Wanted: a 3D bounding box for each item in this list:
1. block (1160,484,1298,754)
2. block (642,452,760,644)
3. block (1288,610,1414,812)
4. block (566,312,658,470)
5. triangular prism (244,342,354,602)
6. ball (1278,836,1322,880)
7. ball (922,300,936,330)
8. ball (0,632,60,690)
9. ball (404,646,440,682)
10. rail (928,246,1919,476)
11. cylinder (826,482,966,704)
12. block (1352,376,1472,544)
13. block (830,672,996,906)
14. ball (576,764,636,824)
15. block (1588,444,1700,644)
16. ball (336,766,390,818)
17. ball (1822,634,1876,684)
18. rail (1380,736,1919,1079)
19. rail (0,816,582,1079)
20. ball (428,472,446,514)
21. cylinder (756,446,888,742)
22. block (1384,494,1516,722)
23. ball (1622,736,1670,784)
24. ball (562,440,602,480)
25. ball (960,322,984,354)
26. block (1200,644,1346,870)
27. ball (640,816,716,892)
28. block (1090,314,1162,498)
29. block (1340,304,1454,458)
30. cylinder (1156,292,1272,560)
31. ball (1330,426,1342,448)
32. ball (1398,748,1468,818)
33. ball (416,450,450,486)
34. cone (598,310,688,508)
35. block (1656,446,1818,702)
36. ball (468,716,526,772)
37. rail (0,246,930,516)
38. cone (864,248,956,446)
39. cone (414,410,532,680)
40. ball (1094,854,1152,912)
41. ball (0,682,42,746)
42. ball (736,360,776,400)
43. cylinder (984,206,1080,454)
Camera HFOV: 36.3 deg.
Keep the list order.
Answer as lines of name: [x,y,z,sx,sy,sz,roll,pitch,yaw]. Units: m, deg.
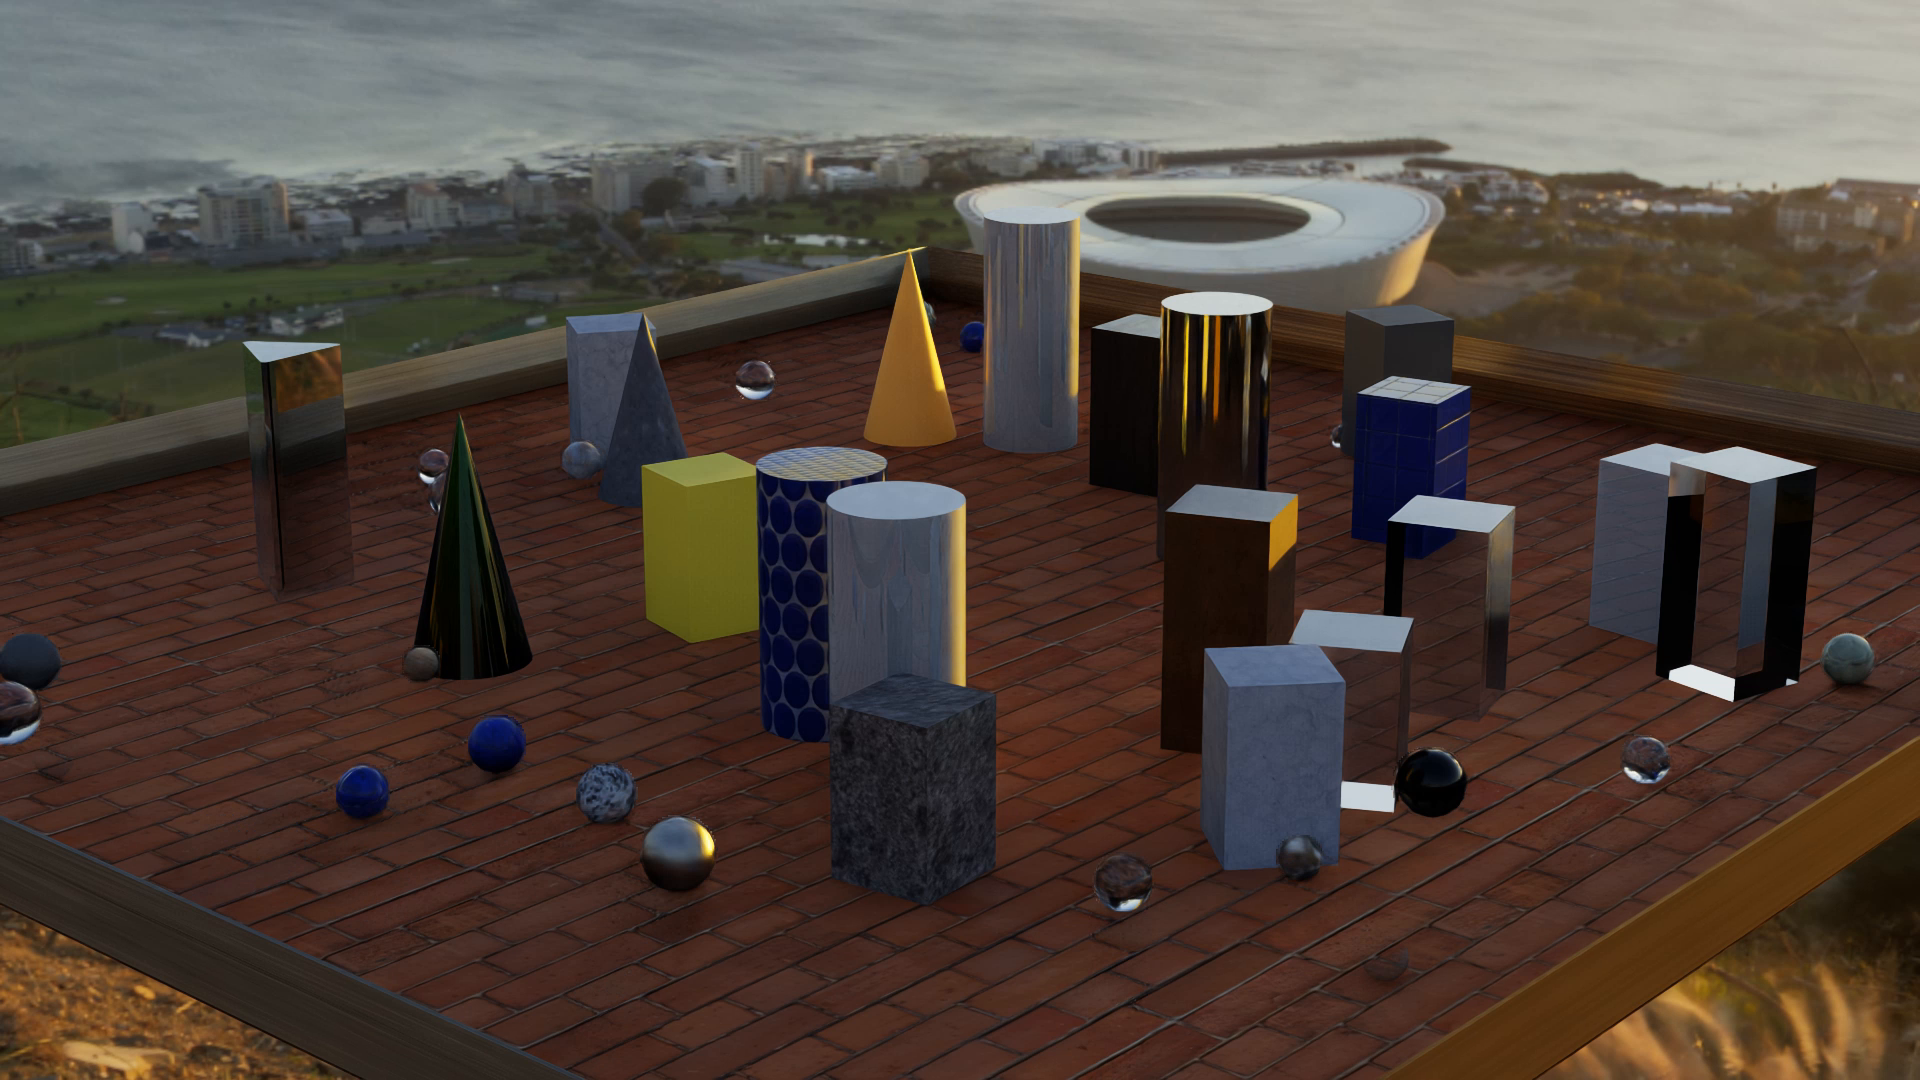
block: [0.404,0.123,4.402,0.159,0.372,0.159,6,18,20]
block: [-0.426,0.011,4.949,0.159,0.271,0.159,-11,20,-32]
block: [0.560,0.244,4.226,0.159,0.240,0.159,4,17,14]
block: [-0.707,-0.304,5.971,0.159,0.283,0.159,-5,17,-15]
triangular prism: [-1.189,-0.128,5.138,0.149,0.428,0.172,12,21,35]
ball: [0.456,0.427,3.934,0.058,0.058,0.058,0,17,0]
ball: [-0.103,-0.537,7.085,0.088,0.088,0.088,0,17,0]
ball: [-1.476,0.193,4.652,0.093,0.093,0.093,0,17,0]
ball: [-0.862,0.200,4.693,0.057,0.057,0.057,0,17,0]
rail: [1.189,-0.363,6.430,3.406,0.129,0.045,14,22,39]
cylinder: [-0.091,0.147,4.227,0.199,0.426,0.199,0,17,0]
block: [0.839,-0.144,5.451,0.159,0.278,0.159,10,19,30]
block: [-0.062,0.330,3.926,0.159,0.249,0.159,11,20,33]
ball: [-0.498,0.358,4.123,0.083,0.083,0.083,0,17,0]
block: [1.179,0.007,4.926,0.159,0.291,0.159,-14,22,-40]
ball: [-0.844,0.356,4.141,0.075,0.075,0.075,0,17,0]
ball: [1.419,0.190,4.683,0.082,0.082,0.082,0,17,0]
rail: [1.268,0.350,4.066,0.045,0.129,3.673,14,22,39]
rail: [-1.189,0.427,3.809,3.406,0.129,0.045,14,22,39]
ball: [-0.964,-0.085,5.576,0.093,0.093,0.093,0,17,0]
cylinder: [-0.208,0.082,4.472,0.199,0.411,0.199,0,17,0]
block: [0.761,0.105,4.578,0.159,0.305,0.159,8,18,24]
ball: [0.999,0.321,4.269,0.070,0.070,0.070,0,17,0]
ball: [-0.742,-0.156,5.745,0.077,0.077,0.077,0,17,0]
ball: [0.037,-0.477,6.908,0.075,0.075,0.075,0,17,0]
block: [0.426,0.295,4.017,0.159,0.263,0.159,-2,17,-7]
ball: [-0.374,0.418,3.895,0.099,0.099,0.099,0,17,0]
block: [0.368,-0.268,5.792,0.159,0.318,0.159,12,20,34]
block: [0.890,-0.313,5.976,0.159,0.298,0.159,-7,18,-21]
cylinder: [0.459,-0.198,5.299,0.199,0.468,0.199,0,17,0]
ball: [0.791,-0.213,6.080,0.047,0.047,0.047,0,17,0]
ball: [0.667,0.343,4.143,0.097,0.097,0.097,0,17,0]
ball: [-1.038,-0.143,5.803,0.073,0.073,0.073,0,17,0]
cone: [-0.611,-0.267,5.704,0.199,0.366,0.199,0,17,0]
block: [1.233,0.052,4.663,0.159,0.357,0.159,-12,20,-34]
ball: [-0.682,0.301,4.312,0.083,0.083,0.083,0,17,0]
rail: [-1.268,-0.285,6.174,0.045,0.129,3.673,14,22,39]
cone: [-0.106,-0.415,6.135,0.199,0.402,0.199,0,17,0]
cone: [-0.800,-0.006,4.743,0.199,0.421,0.199,0,17,0]
ball: [0.214,0.448,3.834,0.076,0.076,0.076,0,17,0]
ball: [-1.434,0.262,4.419,0.096,0.096,0.096,0,17,0]
ball: [-0.451,-0.353,6.472,0.088,0.088,0.088,0,17,0]
cylinder: [0.147,-0.436,6.074,0.199,0.478,0.199,0,17,0]
